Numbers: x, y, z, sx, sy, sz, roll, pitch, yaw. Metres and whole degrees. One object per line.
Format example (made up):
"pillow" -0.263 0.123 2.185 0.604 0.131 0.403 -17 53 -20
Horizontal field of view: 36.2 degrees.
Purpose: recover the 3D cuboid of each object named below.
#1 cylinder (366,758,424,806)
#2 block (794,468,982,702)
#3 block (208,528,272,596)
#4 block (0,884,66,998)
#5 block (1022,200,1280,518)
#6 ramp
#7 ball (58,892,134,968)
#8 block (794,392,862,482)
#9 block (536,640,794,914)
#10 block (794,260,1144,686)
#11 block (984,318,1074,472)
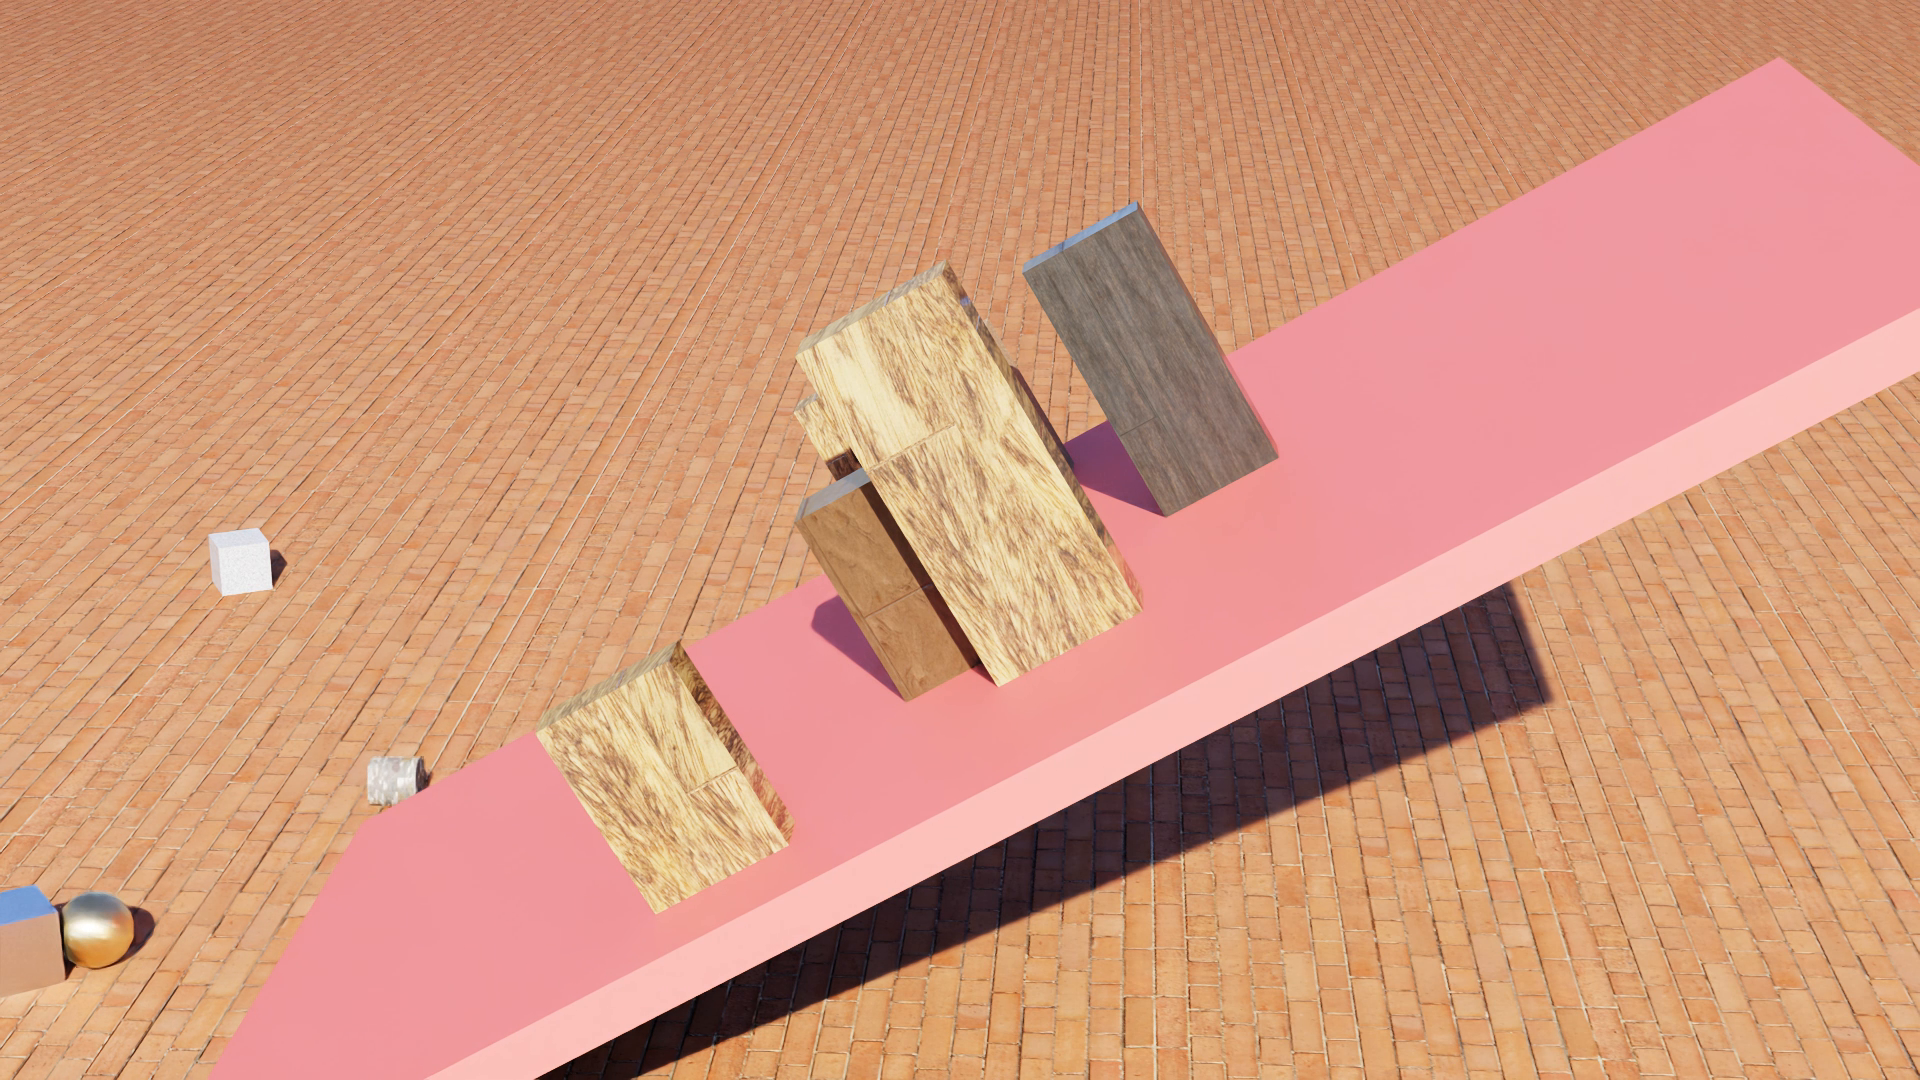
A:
"cylinder" -1.522 0.653 7.941 0.130 0.130 0.130 0 19 1
"block" -0.078 0.051 6.022 0.326 0.446 0.148 -28 15 12
"block" -2.354 0.071 9.620 0.162 0.162 0.162 -8 20 -24
"block" -2.245 0.952 6.968 0.182 0.182 0.182 -12 22 -31
"block" 0.400 -0.375 6.143 0.271 0.607 0.090 -28 15 12
"ramp" 0.142 0.168 6.285 4.000 0.100 2.000 -28 15 12
"ball" -2.068 0.931 7.031 0.182 0.182 0.182 0 19 0
"block" -0.130 -0.159 6.719 0.274 0.498 0.087 -28 15 12
"block" -0.566 0.459 5.676 0.304 0.434 0.113 -28 15 12
"block" 0.024 -0.125 5.737 0.327 0.775 0.124 -28 15 12
"block" 0.026 -0.264 6.937 0.324 0.407 0.089 -28 15 12
